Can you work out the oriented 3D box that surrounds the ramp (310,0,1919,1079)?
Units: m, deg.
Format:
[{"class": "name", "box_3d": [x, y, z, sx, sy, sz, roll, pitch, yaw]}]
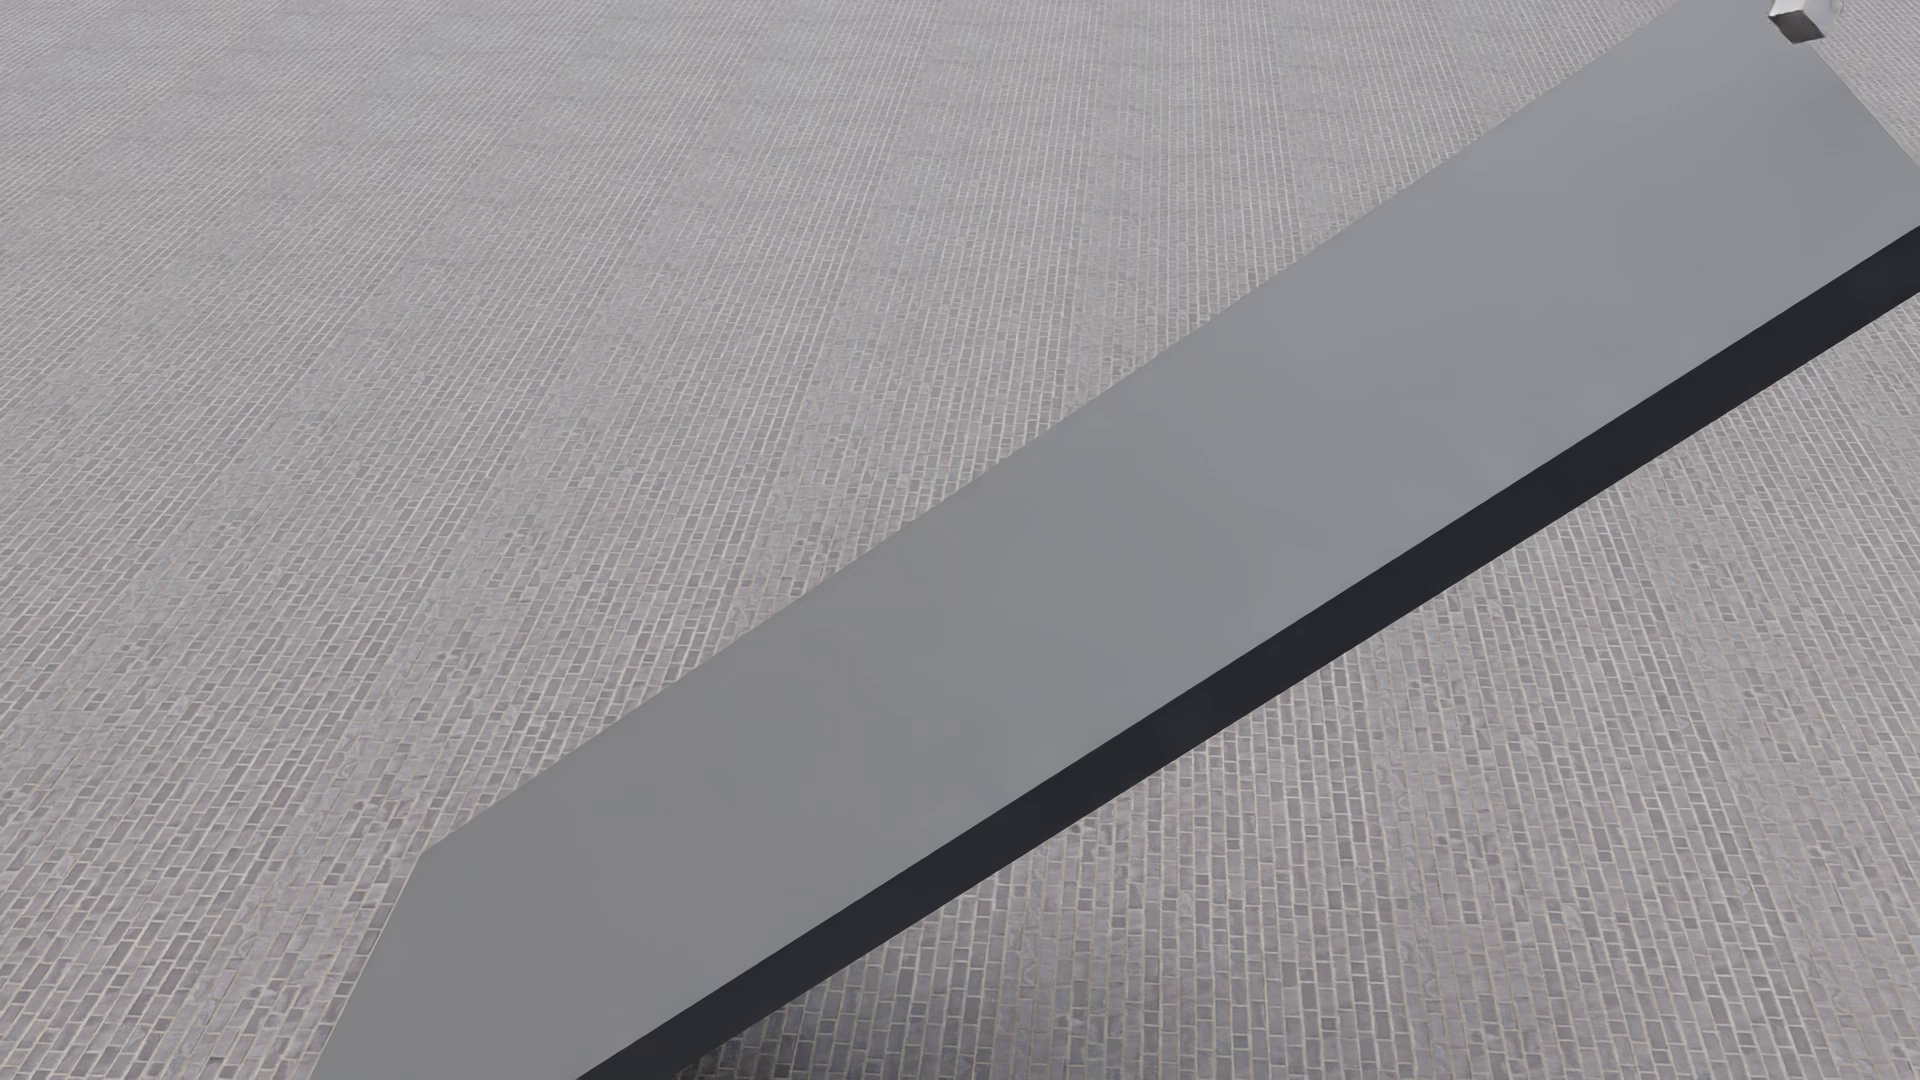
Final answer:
[{"class": "ramp", "box_3d": [0.130, 0.178, 6.319, 4.000, 0.100, 2.000, -34, 16, 16]}]

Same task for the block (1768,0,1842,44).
[{"class": "block", "box_3d": [1.631, -1.022, 5.677, 0.083, 0.083, 0.083, -2, 53, 57]}]
